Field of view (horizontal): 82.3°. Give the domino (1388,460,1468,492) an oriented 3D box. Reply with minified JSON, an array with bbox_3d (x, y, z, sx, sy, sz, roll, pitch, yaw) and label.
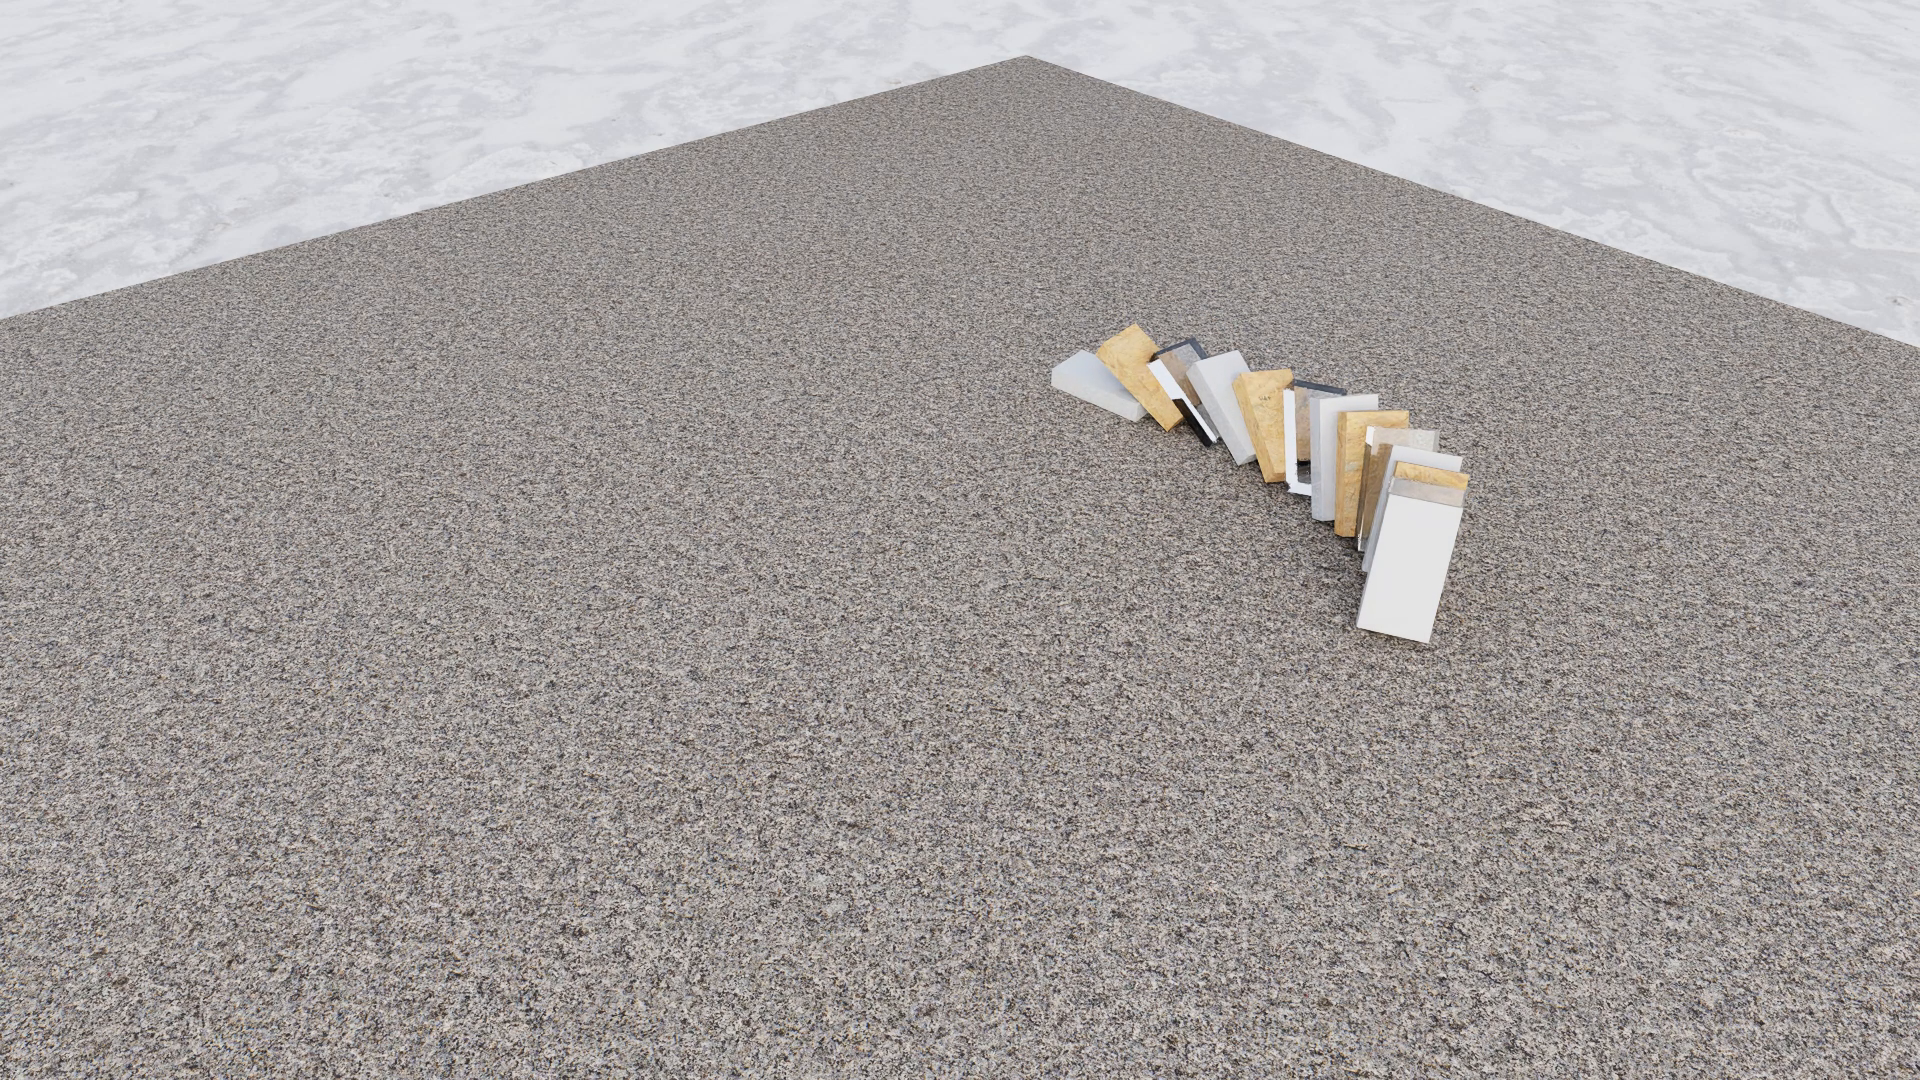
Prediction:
[{"bbox_3d":[0.173,-0.003,0.417,0.025,0.050,0.009,13,10,15],"label":"domino"}]

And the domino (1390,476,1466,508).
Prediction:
[{"bbox_3d":[0.168,0.004,0.409,0.025,0.050,0.009,13,10,15],"label":"domino"}]

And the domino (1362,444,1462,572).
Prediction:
[{"bbox_3d":[0.174,-0.010,0.425,0.025,0.050,0.010,13,10,15],"label":"domino"}]

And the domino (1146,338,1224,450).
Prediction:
[{"bbox_3d":[0.111,-0.068,0.509,0.025,0.010,0.050,-24,73,-26],"label":"domino"}]

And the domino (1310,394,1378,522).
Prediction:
[{"bbox_3d":[0.159,-0.034,0.455,0.025,0.050,0.010,-6,10,-7],"label":"domino"}]

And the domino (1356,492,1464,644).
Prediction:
[{"bbox_3d":[0.163,0.010,0.401,0.025,0.050,0.009,13,10,15],"label":"domino"}]

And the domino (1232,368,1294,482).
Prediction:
[{"bbox_3d":[0.141,-0.051,0.486,0.025,0.010,0.050,-7,68,-15],"label":"domino"}]

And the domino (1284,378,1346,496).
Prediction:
[{"bbox_3d":[0.154,-0.043,0.475,0.025,0.010,0.050,9,67,-9],"label":"domino"}]

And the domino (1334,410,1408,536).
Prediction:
[{"bbox_3d":[0.167,-0.027,0.446,0.025,0.050,0.009,-2,9,-2],"label":"domino"}]

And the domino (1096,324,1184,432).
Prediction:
[{"bbox_3d":[0.090,-0.077,0.519,0.025,0.010,0.050,-35,79,-36],"label":"domino"}]

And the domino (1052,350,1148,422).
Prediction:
[{"bbox_3d":[0.072,-0.076,0.536,0.050,0.010,0.025,29,47,31],"label":"domino"}]

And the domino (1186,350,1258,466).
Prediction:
[{"bbox_3d":[0.126,-0.060,0.498,0.025,0.010,0.050,-18,72,-23],"label":"domino"}]

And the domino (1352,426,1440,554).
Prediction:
[{"bbox_3d":[0.173,-0.019,0.436,0.025,0.050,0.010,4,9,5],"label":"domino"}]
